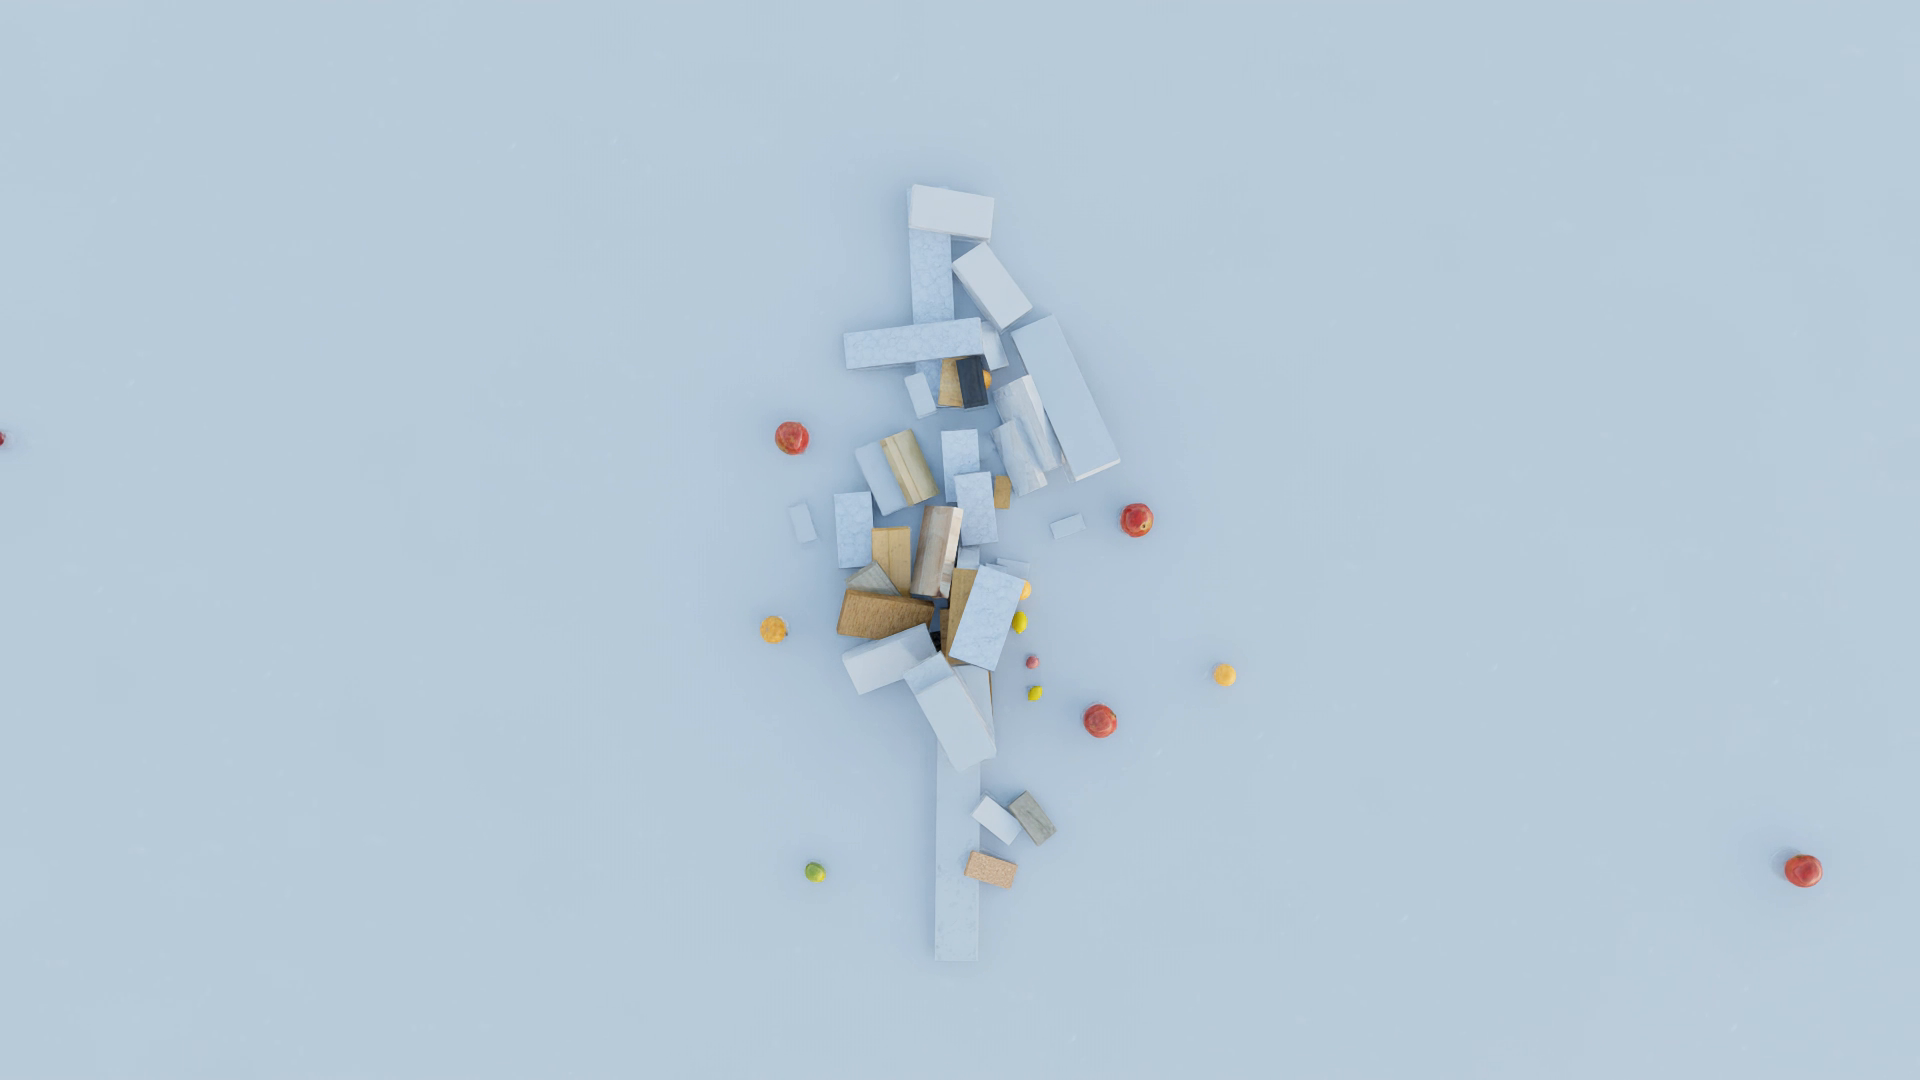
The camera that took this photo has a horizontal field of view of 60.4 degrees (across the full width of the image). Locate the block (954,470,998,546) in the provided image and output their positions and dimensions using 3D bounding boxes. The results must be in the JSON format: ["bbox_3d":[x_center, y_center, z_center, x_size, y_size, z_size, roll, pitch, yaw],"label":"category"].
[{"bbox_3d":[0.054,-0.106,5.455,0.119,0.034,0.238,-7,104,0],"label":"block"}]

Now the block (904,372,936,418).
[{"bbox_3d":[-0.131,-0.481,5.452,0.068,0.019,0.136,-19,90,0],"label":"block"}]

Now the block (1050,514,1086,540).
[{"bbox_3d":[0.359,-0.045,5.492,0.109,0.015,0.054,-19,90,0],"label":"block"}]

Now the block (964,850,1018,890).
[{"bbox_3d":[0.102,1.093,5.460,0.167,0.024,0.083,21,84,-17],"label":"block"}]

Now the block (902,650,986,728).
[{"bbox_3d":[-0.050,0.516,5.321,0.143,0.041,0.286,-31,96,5],"label":"block"}]

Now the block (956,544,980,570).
[{"bbox_3d":[0.028,0.055,5.431,0.071,0.142,0.020,5,115,0],"label":"block"}]

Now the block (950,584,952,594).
[{"bbox_3d":[-0.009,0.194,5.459,0.049,0.014,0.099,3,108,-2],"label":"block"}]

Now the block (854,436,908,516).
[{"bbox_3d":[-0.249,-0.211,5.466,0.118,0.034,0.237,-25,90,0],"label":"block"}]

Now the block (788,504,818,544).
[{"bbox_3d":[-0.523,-0.055,5.491,0.062,0.018,0.124,-17,90,0],"label":"block"}]

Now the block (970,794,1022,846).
[{"bbox_3d":[0.122,0.928,5.464,0.167,0.024,0.083,40,80,-12],"label":"block"}]

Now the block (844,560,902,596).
[{"bbox_3d":[-0.260,0.194,5.424,0.123,0.035,0.247,-32,117,5],"label":"block"}]

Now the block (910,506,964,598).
[{"bbox_3d":[-0.078,0.037,5.419,0.042,0.148,0.295,14,84,-41],"label":"block"}]

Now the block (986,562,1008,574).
[{"bbox_3d":[0.109,0.151,5.480,0.071,0.020,0.142,10,98,0],"label":"block"}]

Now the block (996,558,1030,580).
[{"bbox_3d":[0.175,0.096,5.492,0.109,0.015,0.054,9,90,0],"label":"block"}]

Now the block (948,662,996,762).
[{"bbox_3d":[0.025,0.559,5.369,0.158,0.045,0.316,-5,98,2],"label":"block"}]

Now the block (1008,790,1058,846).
[{"bbox_3d":[0.240,0.924,5.474,0.083,0.024,0.167,-37,90,-21],"label":"block"}]

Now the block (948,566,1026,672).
[{"bbox_3d":[0.087,0.254,5.325,0.156,0.044,0.311,19,81,2],"label":"block"}]

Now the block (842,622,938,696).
[{"bbox_3d":[-0.224,0.393,5.437,0.295,0.042,0.148,-21,120,3],"label":"block"}]

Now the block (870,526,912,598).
[{"bbox_3d":[-0.227,0.081,5.436,0.123,0.035,0.247,-4,107,-10],"label":"block"}]

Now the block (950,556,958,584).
[{"bbox_3d":[0.012,0.118,5.490,0.071,0.020,0.142,13,90,0],"label":"block"}]

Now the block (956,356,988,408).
[{"bbox_3d":[0.040,-0.518,5.423,0.081,0.023,0.161,-10,90,6],"label":"block"}]

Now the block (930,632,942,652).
[{"bbox_3d":[-0.076,0.355,5.493,0.050,0.014,0.099,-10,90,0],"label":"block"}]

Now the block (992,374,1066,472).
[{"bbox_3d":[0.226,-0.371,5.427,0.044,0.156,0.311,-22,90,-42],"label":"block"}]

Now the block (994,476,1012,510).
[{"bbox_3d":[0.141,-0.159,5.492,0.054,0.015,0.109,5,90,0],"label":"block"}]

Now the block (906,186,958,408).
[{"bbox_3d":[-0.090,-0.804,5.481,0.136,0.039,0.729,-3,90,0],"label":"block"}]

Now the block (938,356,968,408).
[{"bbox_3d":[-0.018,-0.581,5.450,0.081,0.023,0.278,6,90,0],"label":"block"}]

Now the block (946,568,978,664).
[{"bbox_3d":[0.043,0.254,5.395,0.158,0.045,0.316,5,89,0],"label":"block"}]

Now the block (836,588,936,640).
[{"bbox_3d":[-0.244,0.255,5.413,0.295,0.042,0.148,9,113,-16],"label":"block"}]

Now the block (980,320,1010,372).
[{"bbox_3d":[0.099,-0.644,5.469,0.081,0.023,0.161,-20,90,-33],"label":"block"}]

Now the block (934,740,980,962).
[{"bbox_3d":[-0.007,0.934,5.480,0.143,0.041,0.919,1,90,0],"label":"block"}]

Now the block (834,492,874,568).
[{"bbox_3d":[-0.347,-0.033,5.473,0.123,0.035,0.247,-4,86,2],"label":"block"}]

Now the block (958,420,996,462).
[{"bbox_3d":[0.046,-0.329,5.490,0.136,0.019,0.068,38,90,0],"label":"block"}]

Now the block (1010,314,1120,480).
[{"bbox_3d":[0.344,-0.470,5.404,0.156,0.044,0.548,-23,74,0],"label":"block"}]

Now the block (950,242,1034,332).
[{"bbox_3d":[0.105,-0.839,5.461,0.136,0.039,0.273,-36,90,-17],"label":"block"}]

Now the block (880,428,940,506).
[{"bbox_3d":[-0.165,-0.240,5.450,0.118,0.034,0.237,-25,90,-38],"label":"block"}]

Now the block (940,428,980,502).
[{"bbox_3d":[0.005,-0.248,5.453,0.119,0.034,0.238,-4,104,-1],"label":"block"}]

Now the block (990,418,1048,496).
[{"bbox_3d":[0.194,-0.272,5.443,0.034,0.119,0.238,-22,89,-42],"label":"block"}]

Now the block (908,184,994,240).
[{"bbox_3d":[-0.028,-1.081,5.443,0.273,0.039,0.136,7,88,-15],"label":"block"}]

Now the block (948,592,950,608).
[{"bbox_3d":[-0.017,0.207,5.478,0.050,0.014,0.099,-4,108,0],"label":"block"}]

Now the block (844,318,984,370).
[{"bbox_3d":[-0.154,-0.647,5.440,0.458,0.034,0.118,-6,88,10],"label":"block"}]

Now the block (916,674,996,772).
[{"bbox_3d":[-0.012,0.587,5.289,0.143,0.041,0.286,-28,97,4],"label":"block"}]

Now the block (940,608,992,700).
[{"bbox_3d":[0.023,0.462,5.437,0.158,0.045,0.475,-3,89,0],"label":"block"}]
